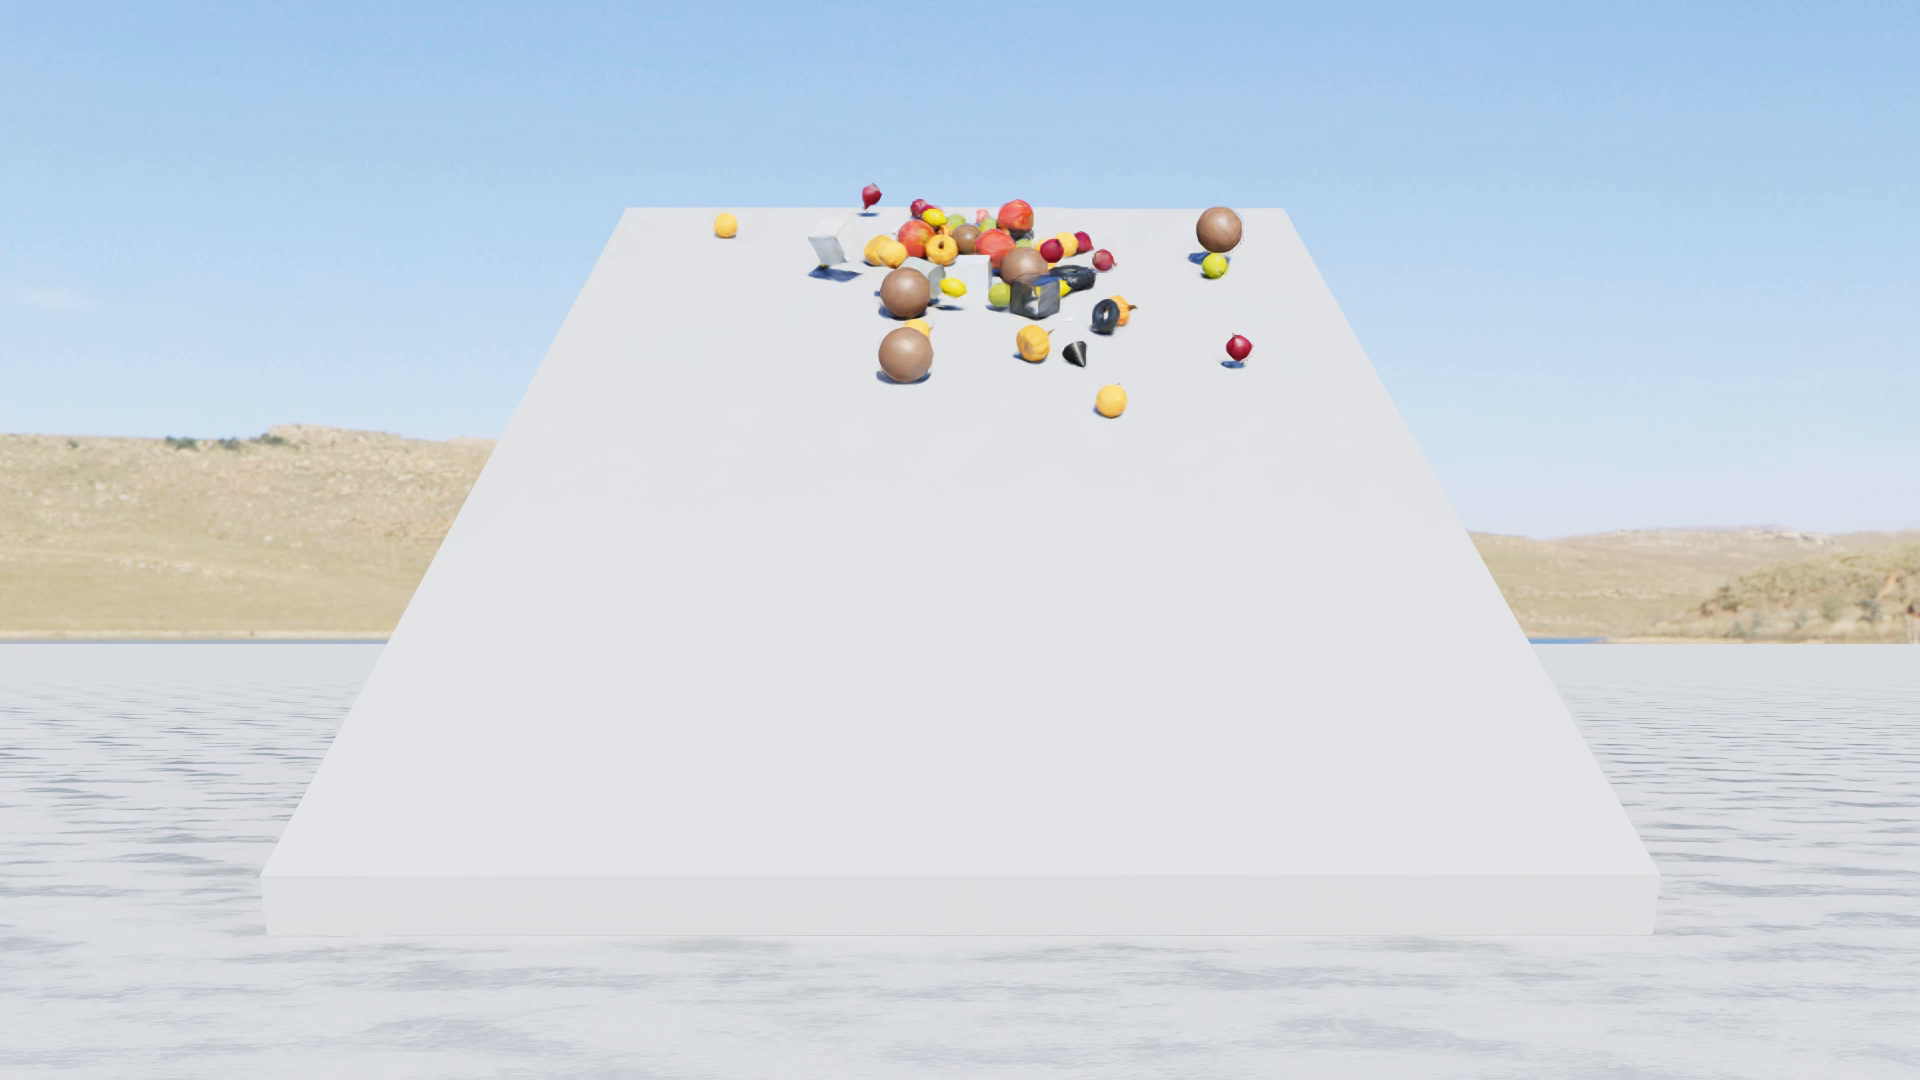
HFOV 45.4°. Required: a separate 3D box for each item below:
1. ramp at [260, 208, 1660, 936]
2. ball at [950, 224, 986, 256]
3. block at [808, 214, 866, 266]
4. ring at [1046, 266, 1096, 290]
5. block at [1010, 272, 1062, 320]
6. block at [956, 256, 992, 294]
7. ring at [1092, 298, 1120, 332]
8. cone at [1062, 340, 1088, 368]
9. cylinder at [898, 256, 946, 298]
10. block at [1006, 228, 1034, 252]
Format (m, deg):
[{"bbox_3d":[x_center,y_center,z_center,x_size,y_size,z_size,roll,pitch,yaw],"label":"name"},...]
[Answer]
[{"bbox_3d":[-0.006,-0.220,5.150,2.000,0.100,4.000,0,22,0],"label":"ramp"},{"bbox_3d":[0.021,-0.834,6.410,0.100,0.100,0.100,0,-2,0],"label":"ball"},{"bbox_3d":[-0.331,-0.805,6.158,0.092,0.092,0.092,-1,41,37],"label":"block"},{"bbox_3d":[0.297,-0.703,6.158,0.139,0.046,0.139,0,21,0],"label":"ring"},{"bbox_3d":[0.195,-0.628,5.909,0.091,0.091,0.091,19,29,36],"label":"block"},{"bbox_3d":[0.036,-0.706,6.106,0.085,0.085,0.085,1,22,8],"label":"block"},{"bbox_3d":[0.364,-0.560,5.736,0.029,0.086,0.086,11,-9,-42],"label":"ring"},{"bbox_3d":[0.288,-0.433,5.508,0.065,0.065,0.065,-15,-38,-12],"label":"cone"},{"bbox_3d":[-0.099,-0.683,5.967,0.090,0.090,0.090,23,10,31],"label":"cylinder"},{"bbox_3d":[0.170,-0.849,6.484,0.059,0.059,0.059,10,10,15],"label":"block"}]
